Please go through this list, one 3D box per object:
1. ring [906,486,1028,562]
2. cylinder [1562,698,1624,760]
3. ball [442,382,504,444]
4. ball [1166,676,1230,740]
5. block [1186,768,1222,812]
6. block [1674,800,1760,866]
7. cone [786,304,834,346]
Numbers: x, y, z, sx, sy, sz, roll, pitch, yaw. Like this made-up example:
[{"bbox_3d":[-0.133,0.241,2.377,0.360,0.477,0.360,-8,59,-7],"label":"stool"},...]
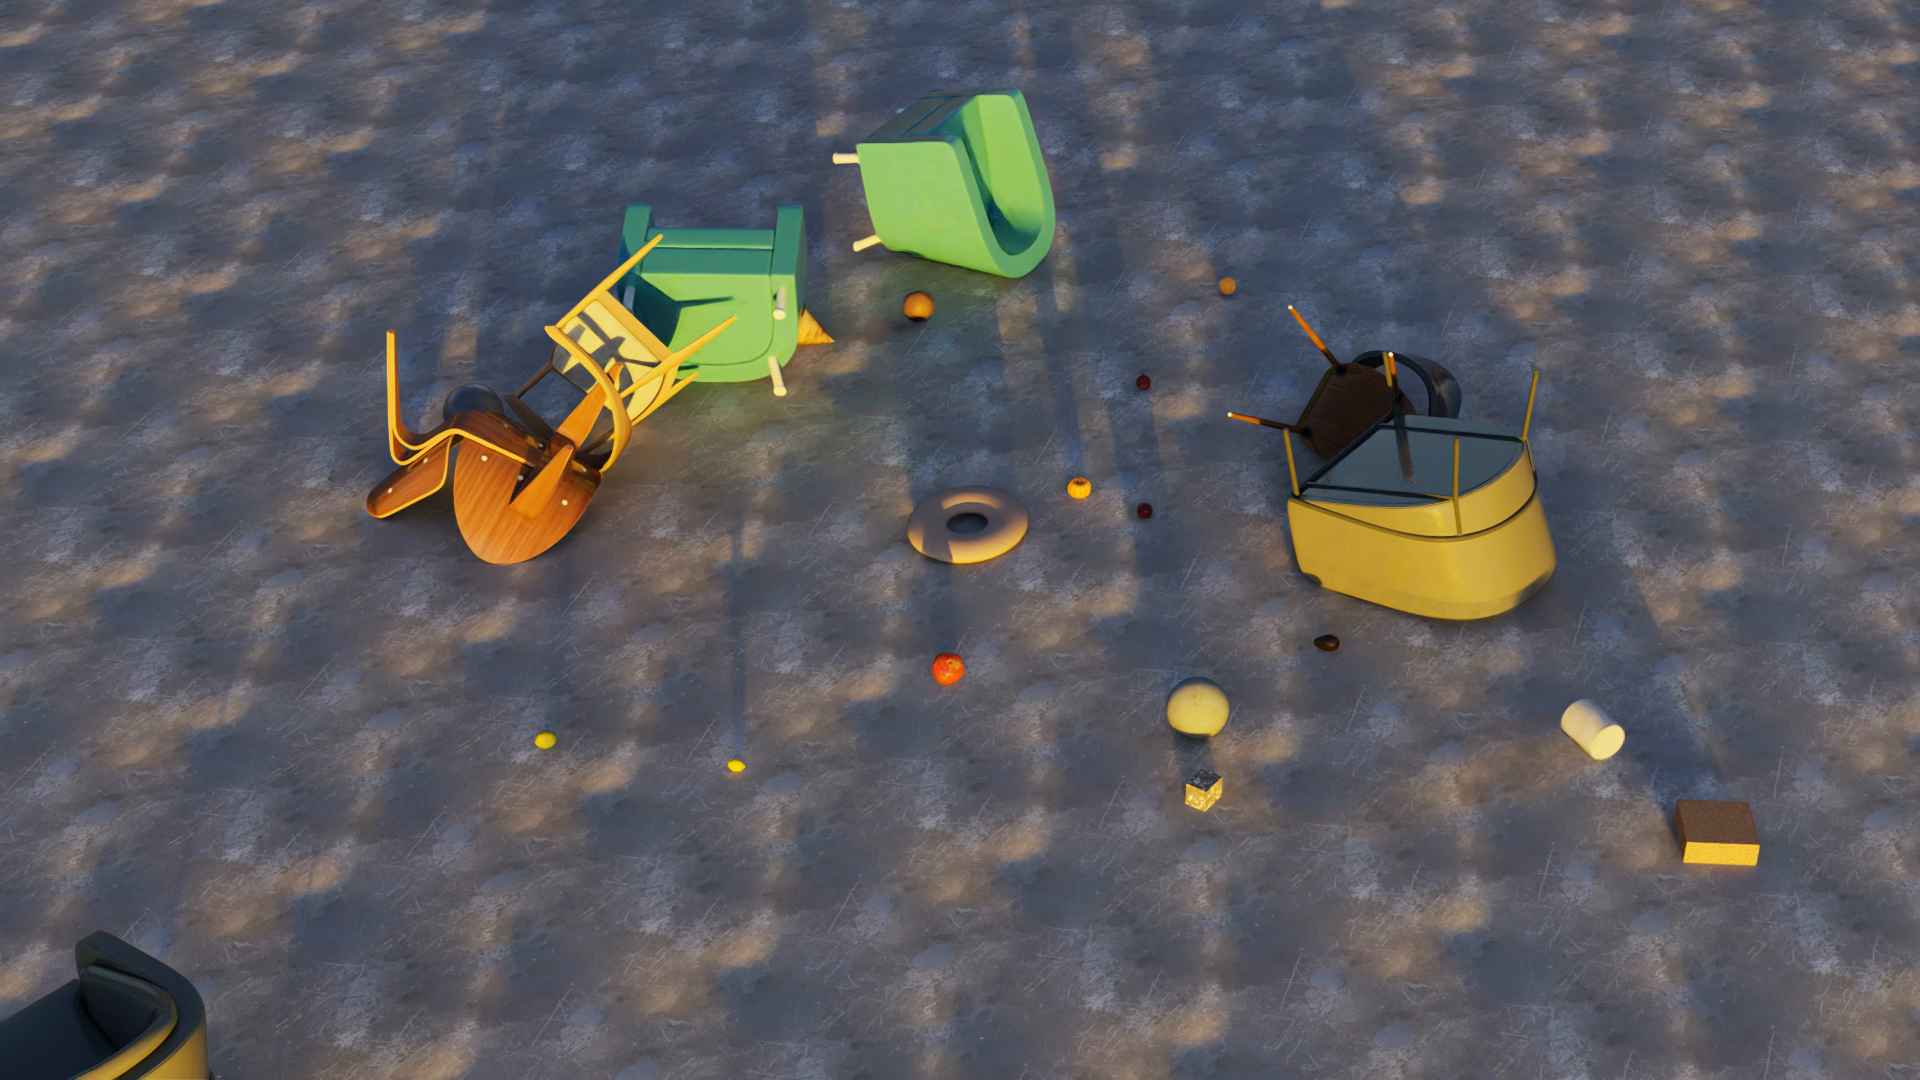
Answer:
[{"bbox_3d":[0.029,-0.061,10.974,0.441,0.071,0.514,16,37,22],"label":"ring"},{"bbox_3d":[2.126,0.636,9.855,0.136,0.136,0.166,-26,39,-14],"label":"cylinder"},{"bbox_3d":[-1.905,-0.495,11.479,0.239,0.239,0.239,0,33,0],"label":"ball"},{"bbox_3d":[0.802,0.568,9.889,0.213,0.213,0.213,0,33,0],"label":"ball"},{"bbox_3d":[0.800,0.821,9.625,0.076,0.081,0.100,22,39,30],"label":"block"},{"bbox_3d":[2.436,0.940,9.441,0.229,0.084,0.220,2,33,3],"label":"block"},{"bbox_3d":[-0.601,-0.858,12.171,0.184,0.186,0.192,23,20,-15],"label":"cone"}]
